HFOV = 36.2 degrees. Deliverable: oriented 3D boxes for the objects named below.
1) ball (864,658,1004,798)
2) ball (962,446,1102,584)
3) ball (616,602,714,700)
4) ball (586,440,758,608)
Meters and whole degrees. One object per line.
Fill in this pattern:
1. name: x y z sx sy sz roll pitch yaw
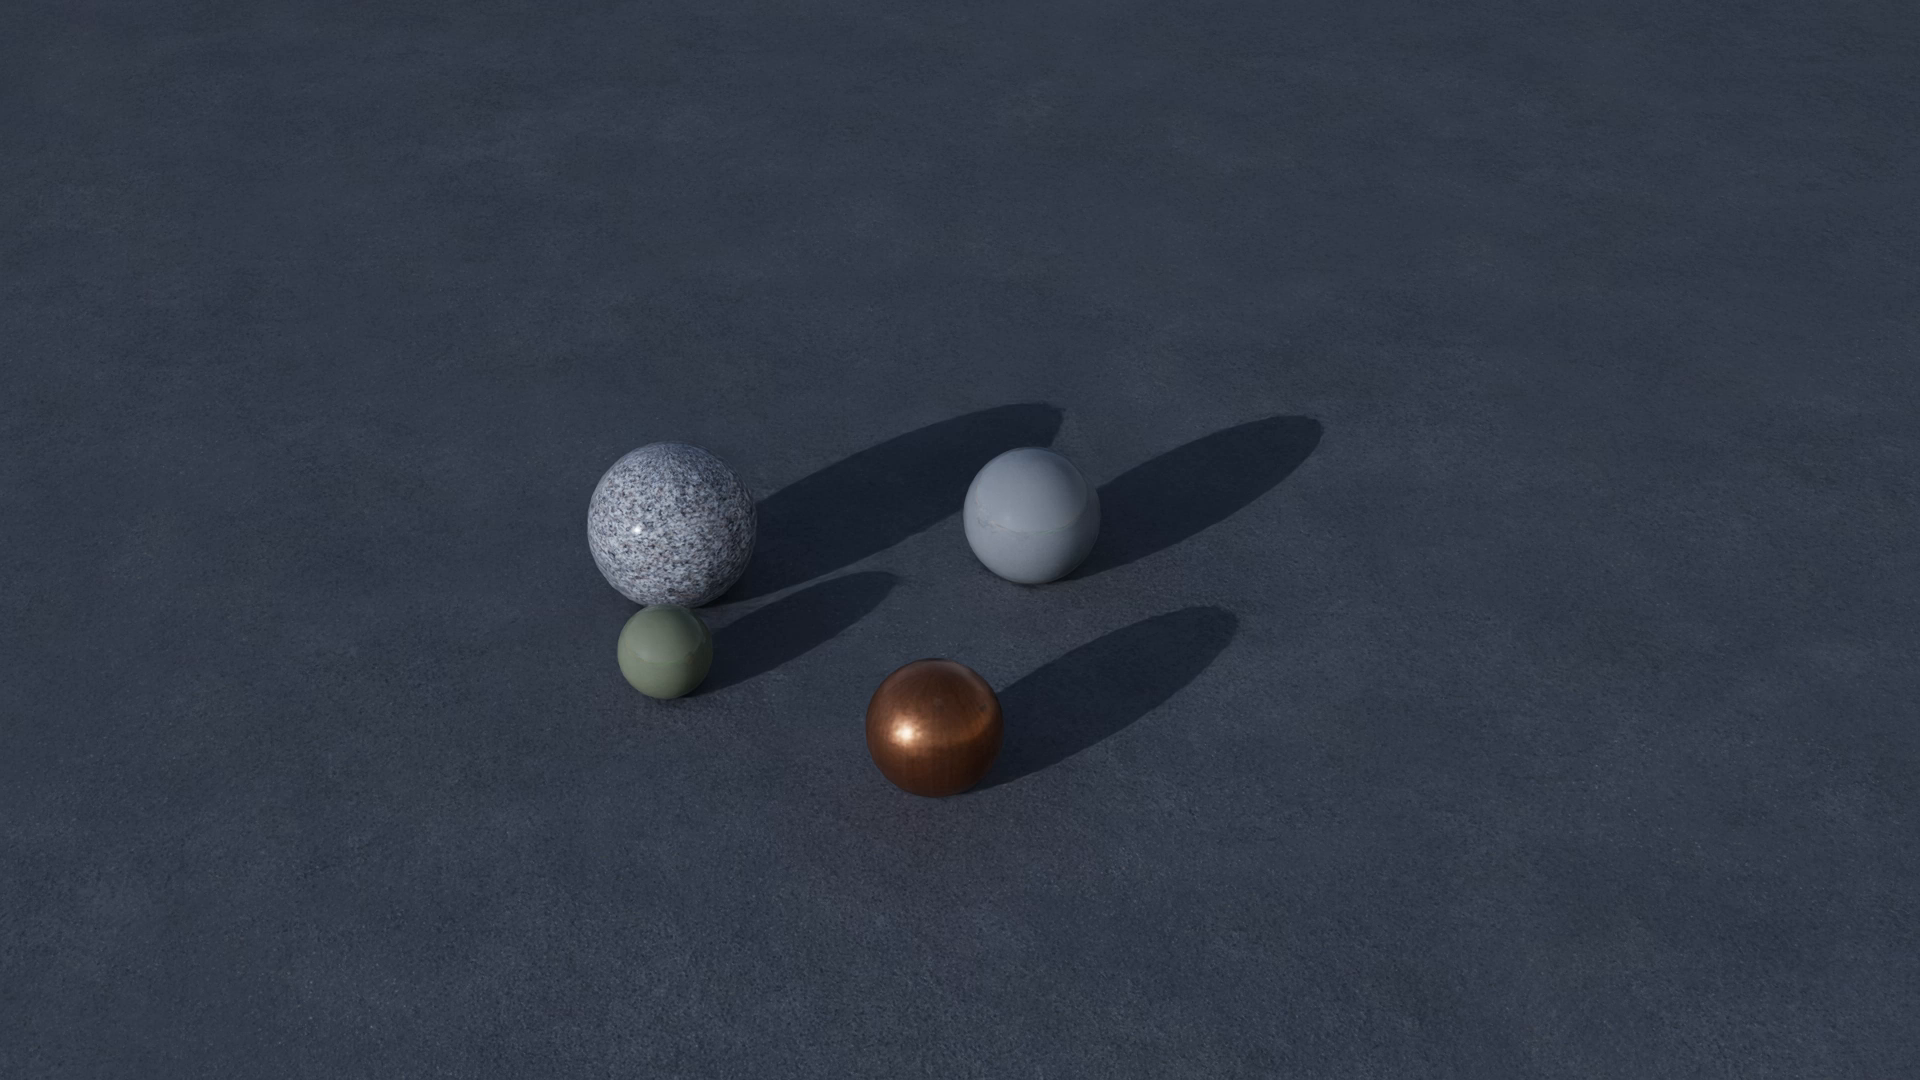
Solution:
1. ball: -0.013 0.094 1.471 0.070 0.070 0.070 0 32 0
2. ball: 0.040 -0.014 1.639 0.077 0.077 0.077 0 32 0
3. ball: -0.155 0.058 1.547 0.051 0.051 0.051 0 32 0
4. ball: -0.158 -0.008 1.613 0.094 0.094 0.094 0 32 0
